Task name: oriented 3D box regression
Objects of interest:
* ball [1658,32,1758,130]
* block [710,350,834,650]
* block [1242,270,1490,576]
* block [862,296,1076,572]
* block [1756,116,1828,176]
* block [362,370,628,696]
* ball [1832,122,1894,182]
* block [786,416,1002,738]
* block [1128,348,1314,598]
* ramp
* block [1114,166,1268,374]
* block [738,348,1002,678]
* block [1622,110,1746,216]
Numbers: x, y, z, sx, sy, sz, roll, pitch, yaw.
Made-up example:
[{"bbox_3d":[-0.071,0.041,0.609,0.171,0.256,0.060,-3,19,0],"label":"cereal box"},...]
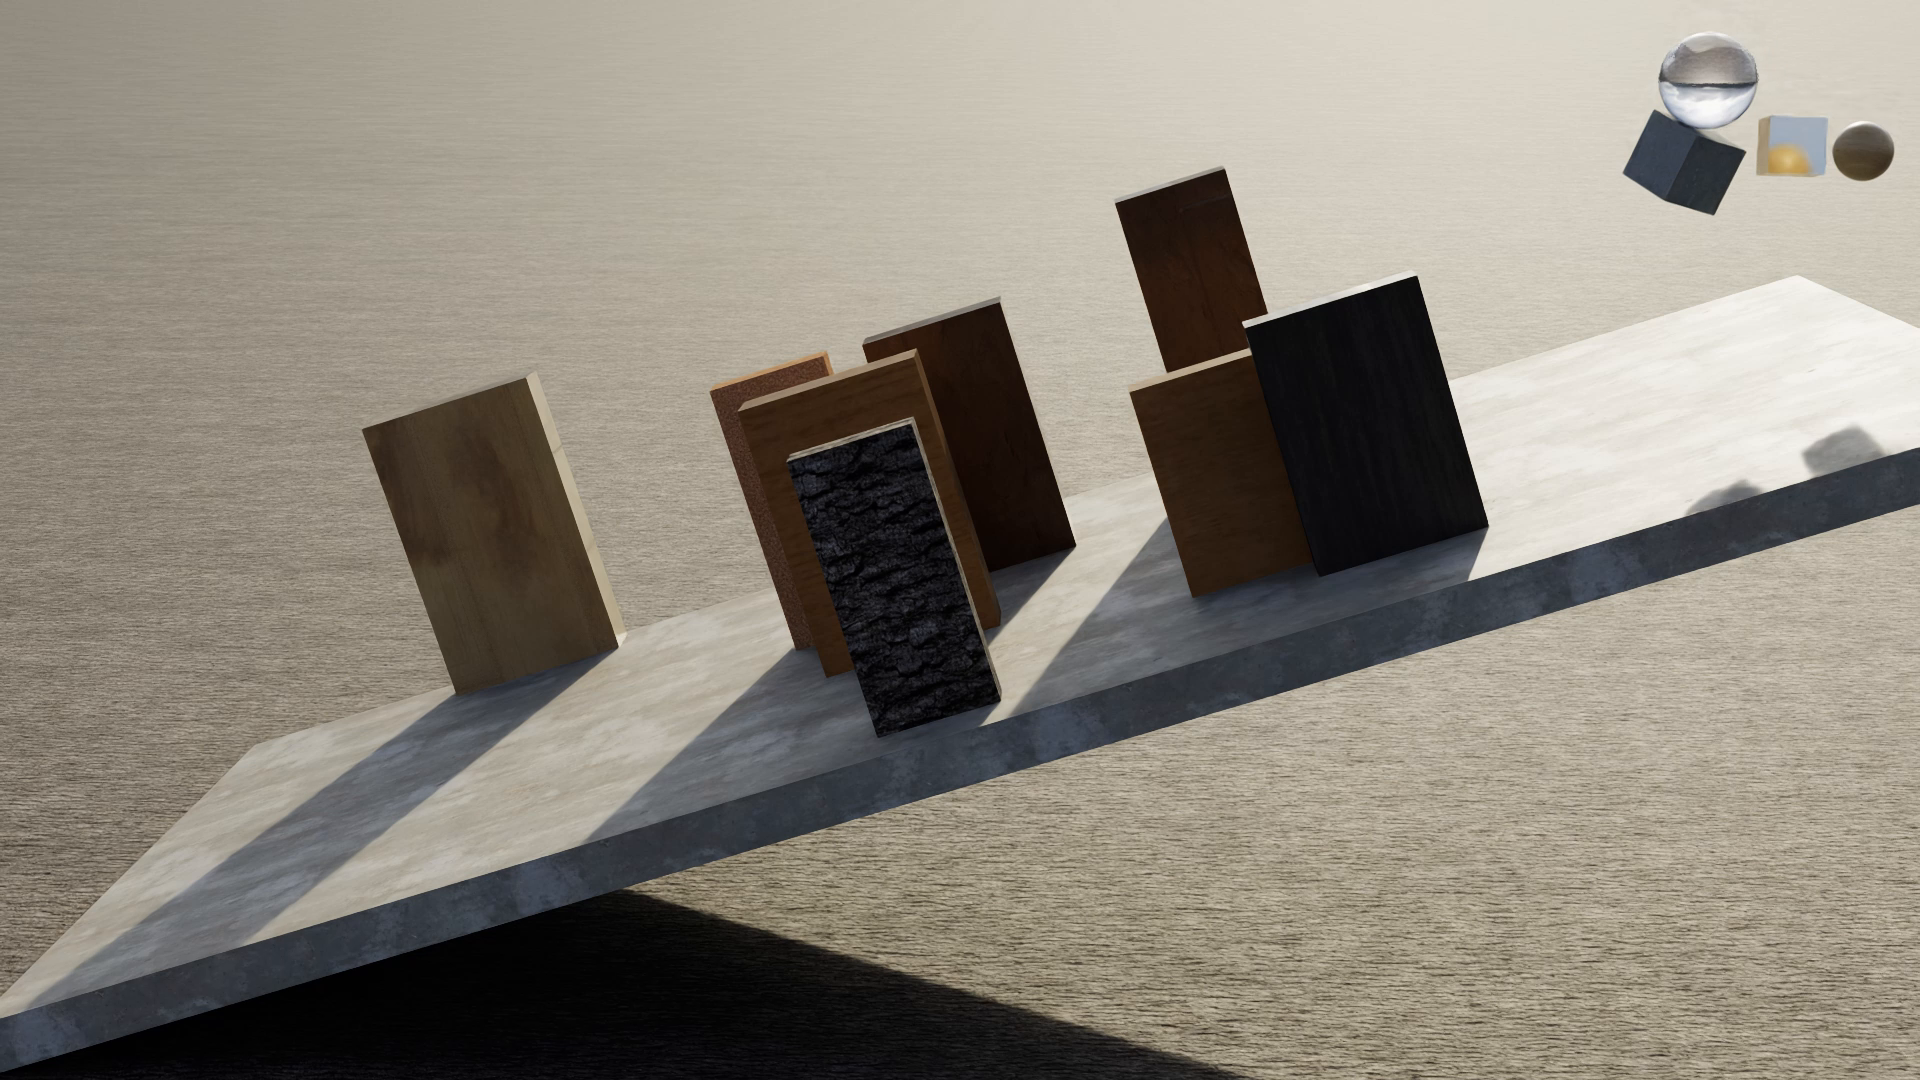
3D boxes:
[{"bbox_3d":[1.546,-0.949,6.081,0.200,0.200,0.200,0,11,0],"label":"ball"},{"bbox_3d":[-0.327,-0.086,6.470,0.260,0.606,0.095,-17,10,5],"label":"block"},{"bbox_3d":[0.773,-0.221,5.609,0.336,0.502,0.092,-17,10,5],"label":"block"},{"bbox_3d":[0.024,-0.223,6.667,0.324,0.580,0.123,-17,10,5],"label":"block"},{"bbox_3d":[1.764,-0.834,6.239,0.119,0.119,0.119,2,5,3],"label":"block"},{"bbox_3d":[-1.138,-0.016,7.219,0.424,0.697,0.136,-17,10,5],"label":"block"},{"bbox_3d":[1.790,-0.770,5.827,0.118,0.118,0.118,0,11,0],"label":"ball"},{"bbox_3d":[-0.120,0.070,5.463,0.241,0.547,0.084,-17,10,5],"label":"block"},{"bbox_3d":[0.589,-0.155,5.778,0.408,0.428,0.095,-17,10,5],"label":"block"},{"bbox_3d":[0.099,0.184,6.312,4.000,0.100,2.000,-17,10,5],"label":"ramp"},{"bbox_3d":[0.587,-0.501,6.865,0.264,0.690,0.114,-17,10,5],"label":"block"},{"bbox_3d":[-0.184,-0.056,6.120,0.379,0.587,0.134,-17,10,5],"label":"block"},{"bbox_3d":[1.516,-0.791,6.158,0.149,0.149,0.149,10,24,-32],"label":"block"}]
